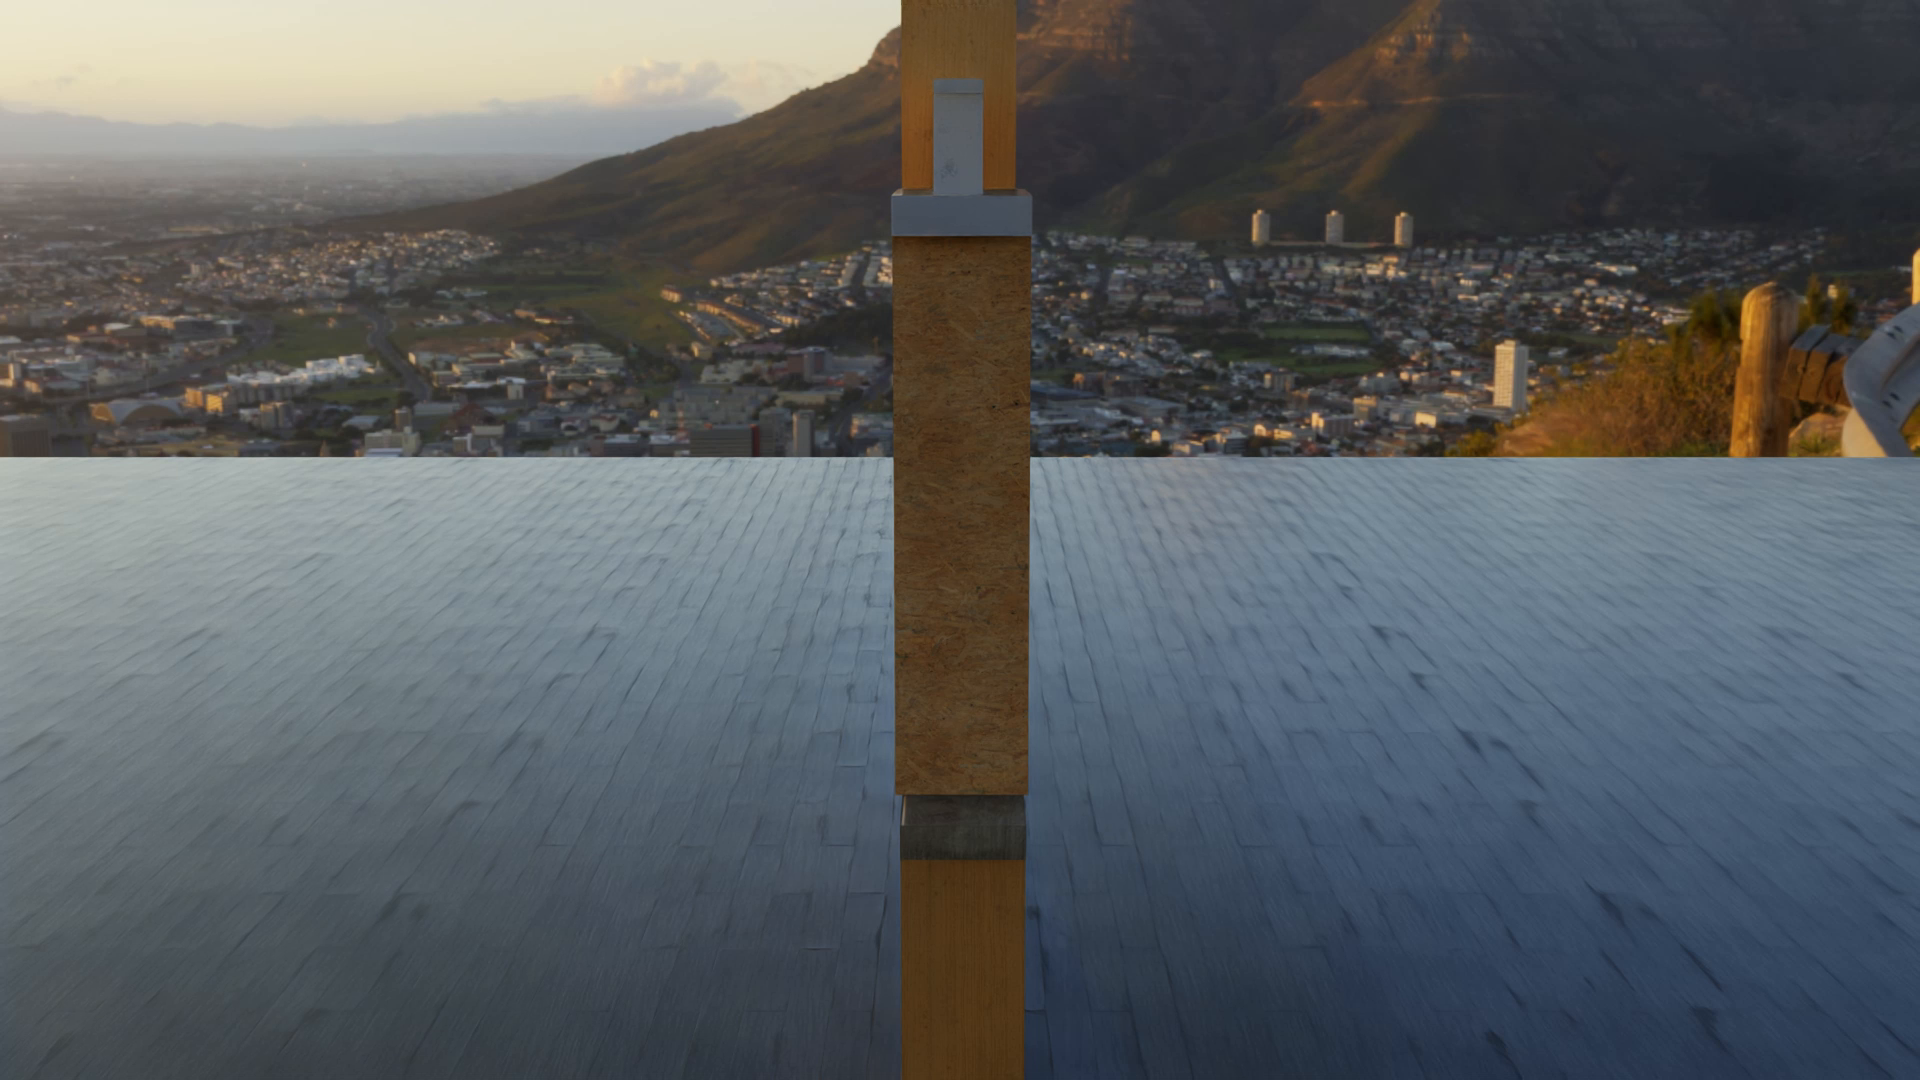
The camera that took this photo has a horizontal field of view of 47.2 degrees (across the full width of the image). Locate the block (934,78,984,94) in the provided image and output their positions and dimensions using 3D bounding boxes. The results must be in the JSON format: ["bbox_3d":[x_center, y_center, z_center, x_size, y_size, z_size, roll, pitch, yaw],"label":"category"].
[{"bbox_3d":[-0.003,-0.586,2.842,0.063,0.018,0.127,0,10,0],"label":"block"}]

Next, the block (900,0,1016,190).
[{"bbox_3d":[-0.002,-0.651,3.067,0.159,0.318,0.045,0,11,0],"label":"block"}]

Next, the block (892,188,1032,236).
[{"bbox_3d":[0.002,-0.444,2.965,0.179,0.051,0.357,0,11,0],"label":"block"}]

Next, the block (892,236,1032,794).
[{"bbox_3d":[0.002,-0.029,2.918,0.179,0.748,0.051,0,10,0],"label":"block"}]

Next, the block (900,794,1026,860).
[{"bbox_3d":[0.004,0.360,2.994,0.163,0.046,0.326,0,11,0],"label":"block"}]

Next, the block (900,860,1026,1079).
[{"bbox_3d":[0.004,0.563,2.922,0.163,0.326,0.046,0,11,0],"label":"block"}]

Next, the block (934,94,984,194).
[{"bbox_3d":[-0.002,-0.507,2.815,0.063,0.127,0.018,0,12,0],"label":"block"}]
